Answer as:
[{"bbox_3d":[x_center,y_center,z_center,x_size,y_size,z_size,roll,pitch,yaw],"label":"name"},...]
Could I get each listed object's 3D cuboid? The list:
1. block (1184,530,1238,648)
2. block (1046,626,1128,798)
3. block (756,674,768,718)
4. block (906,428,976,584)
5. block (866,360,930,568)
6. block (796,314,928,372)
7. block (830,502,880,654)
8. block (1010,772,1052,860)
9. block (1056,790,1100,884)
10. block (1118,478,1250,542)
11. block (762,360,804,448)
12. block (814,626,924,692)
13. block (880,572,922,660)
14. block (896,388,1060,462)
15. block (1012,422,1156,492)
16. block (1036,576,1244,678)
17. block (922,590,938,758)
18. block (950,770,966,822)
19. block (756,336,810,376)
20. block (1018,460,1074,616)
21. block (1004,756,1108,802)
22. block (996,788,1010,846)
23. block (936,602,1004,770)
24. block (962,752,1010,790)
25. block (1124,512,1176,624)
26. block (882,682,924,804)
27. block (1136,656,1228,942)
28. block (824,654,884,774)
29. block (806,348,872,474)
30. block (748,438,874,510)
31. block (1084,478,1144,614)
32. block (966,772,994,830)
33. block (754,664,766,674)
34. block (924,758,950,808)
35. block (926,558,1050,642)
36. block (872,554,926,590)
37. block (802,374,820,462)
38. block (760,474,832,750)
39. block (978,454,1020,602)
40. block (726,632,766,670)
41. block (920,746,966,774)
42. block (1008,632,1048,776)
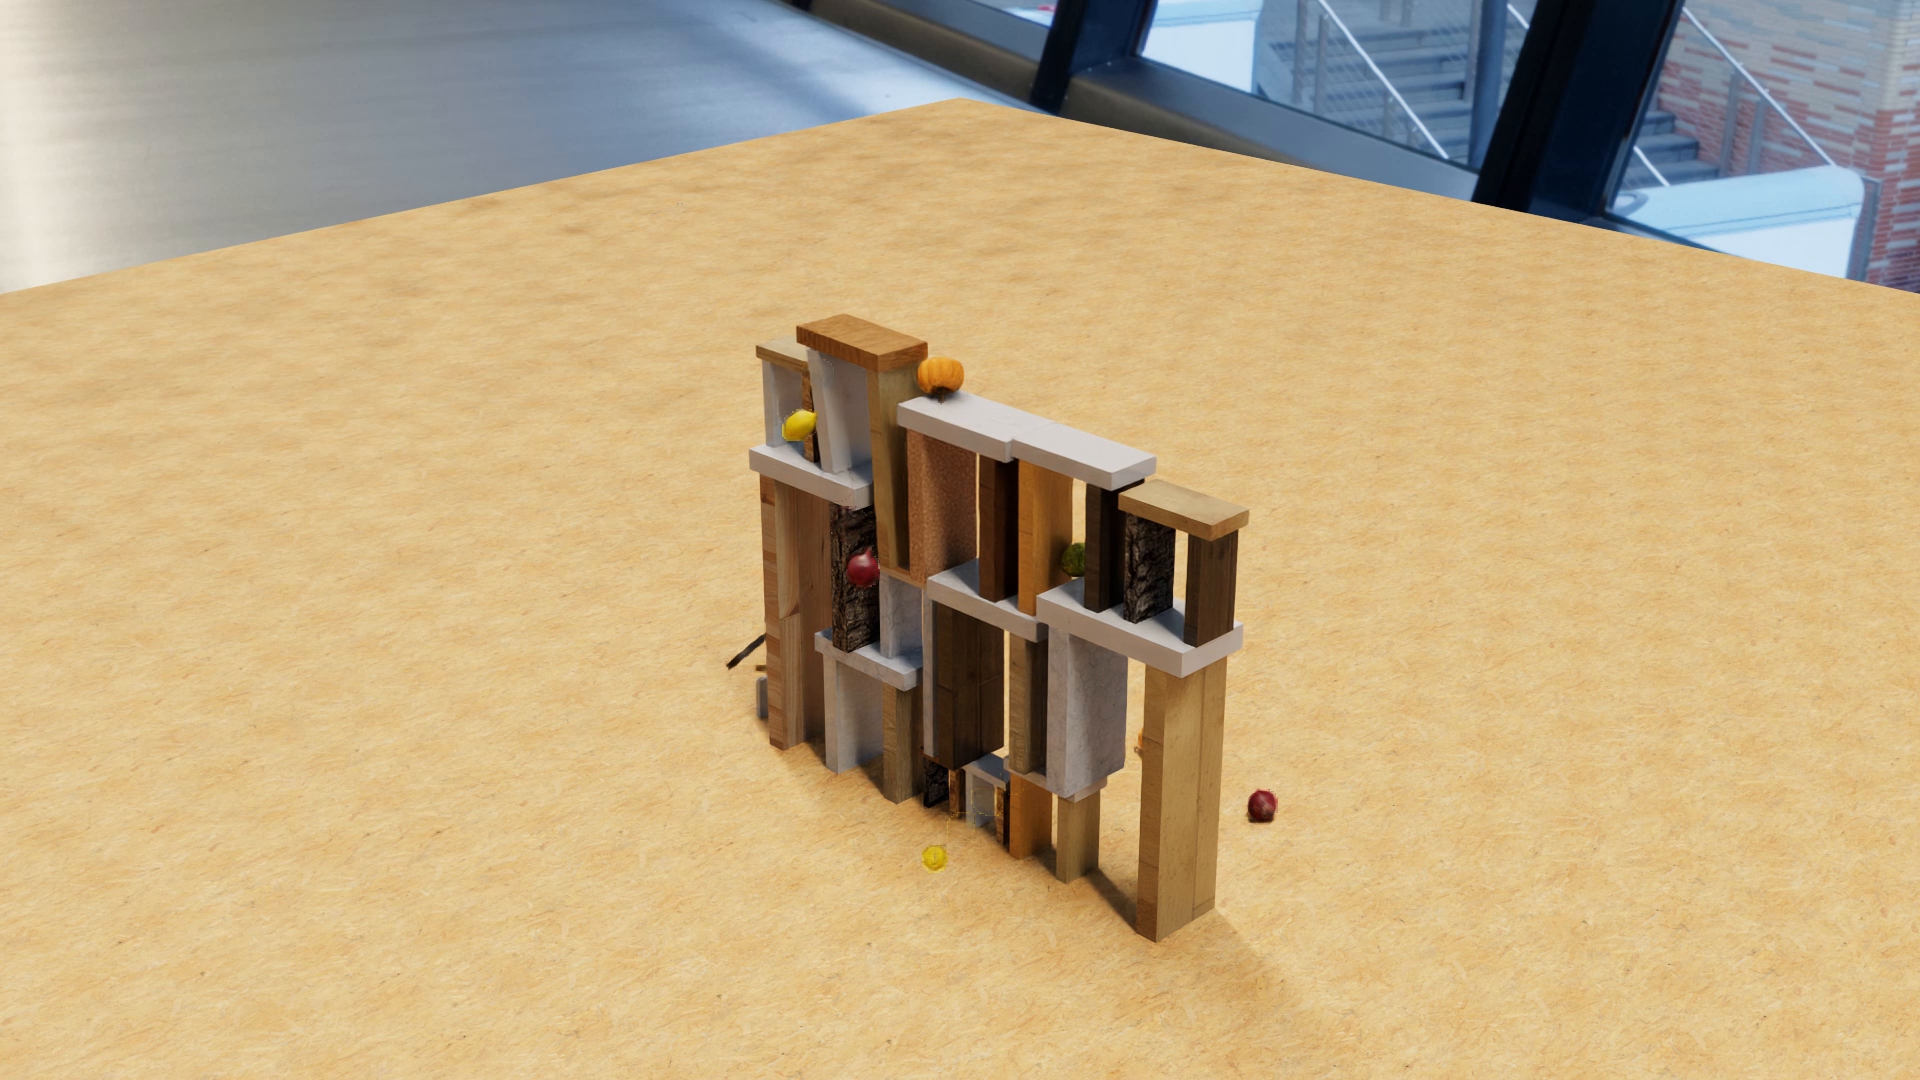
[{"bbox_3d":[0.433,0.073,3.789,0.029,0.205,0.103,21,31,40],"label":"block"},{"bbox_3d":[0.238,0.294,4.091,0.048,0.340,0.170,21,31,40],"label":"block"},{"bbox_3d":[-0.427,0.342,4.838,0.013,0.091,0.045,21,30,40],"label":"block"},{"bbox_3d":[-0.033,-0.081,4.233,0.143,0.309,0.041,-21,30,-41],"label":"block"},{"bbox_3d":[-0.111,-0.150,4.278,0.123,0.400,0.035,-18,25,-37],"label":"block"},{"bbox_3d":[-0.192,-0.383,4.268,0.123,0.035,0.247,-20,30,-38],"label":"block"},{"bbox_3d":[-0.186,0.054,4.444,0.045,0.319,0.160,21,31,41],"label":"block"},{"bbox_3d":[0.139,0.523,4.290,0.093,0.185,0.026,-21,31,-40],"label":"block"},{"bbox_3d":[0.227,0.557,4.210,0.093,0.185,0.026,-21,31,-41],"label":"block"},{"bbox_3d":[0.384,-0.053,3.787,0.205,0.029,0.103,21,31,40],"label":"block"},{"bbox_3d":[-0.357,-0.289,4.492,0.091,0.183,0.026,-21,30,-41],"label":"block"},{"bbox_3d":[-0.158,0.228,4.490,0.267,0.038,0.134,21,31,41],"label":"block"},{"bbox_3d":[-0.118,0.138,4.416,0.026,0.185,0.093,21,31,41],"label":"block"},{"bbox_3d":[0.032,-0.217,4.104,0.143,0.041,0.286,-21,31,-41],"label":"block"},{"bbox_3d":[0.220,-0.150,3.920,0.239,0.034,0.120,21,31,40],"label":"block"},{"bbox_3d":[0.319,0.146,3.942,0.340,0.048,0.170,21,31,40],"label":"block"},{"bbox_3d":[-0.031,0.253,4.370,0.093,0.361,0.026,-21,31,-41],"label":"block"},{"bbox_3d":[0.005,0.505,4.426,0.016,0.113,0.057,21,31,41],"label":"block"},{"bbox_3d":[-0.316,-0.369,4.413,0.183,0.026,0.091,21,31,41],"label":"block"},{"bbox_3d":[0.158,-0.020,4.042,0.034,0.300,0.120,17,28,36],"label":"block"},{"bbox_3d":[0.183,0.443,4.209,0.093,0.026,0.185,-21,31,-40],"label":"block"},{"bbox_3d":[0.102,0.532,4.341,0.018,0.129,0.064,21,31,41],"label":"block"},{"bbox_3d":[0.022,0.266,4.308,0.144,0.352,0.041,-21,30,-41],"label":"block"},{"bbox_3d":[0.069,0.453,4.338,0.064,0.018,0.129,-20,30,-39],"label":"block"},{"bbox_3d":[0.335,0.036,3.877,0.029,0.205,0.103,21,31,40],"label":"block"},{"bbox_3d":[-0.095,0.393,4.491,0.038,0.267,0.134,21,31,41],"label":"block"},{"bbox_3d":[0.401,0.453,3.986,0.170,0.552,0.048,-21,31,-41],"label":"block"},{"bbox_3d":[-0.221,0.344,4.607,0.038,0.267,0.134,21,31,41],"label":"block"},{"bbox_3d":[-0.231,-0.269,4.360,0.123,0.247,0.035,-21,22,-41],"label":"block"},{"bbox_3d":[-0.262,-0.144,4.442,0.319,0.045,0.160,21,31,41],"label":"block"},{"bbox_3d":[0.275,-0.001,3.920,0.034,0.239,0.120,20,30,40],"label":"block"},{"bbox_3d":[0.041,0.509,4.397,0.064,0.129,0.018,-21,31,-41],"label":"block"},{"bbox_3d":[-0.409,0.286,4.889,0.091,0.013,0.045,-1,-10,-10],"label":"block"},{"bbox_3d":[-0.048,0.484,4.475,0.057,0.113,0.016,-21,31,-41],"label":"block"},{"bbox_3d":[0.089,0.111,4.170,0.144,0.041,0.287,-21,31,-41],"label":"block"},{"bbox_3d":[-0.074,0.058,4.335,0.093,0.026,0.185,-21,31,-40],"label":"block"},{"bbox_3d":[-0.271,-0.255,4.413,0.091,0.183,0.026,-21,30,-41],"label":"block"},{"bbox_3d":[-0.337,0.135,4.642,0.045,0.625,0.160,21,31,41],"label":"block"},{"bbox_3d":[0.101,-0.040,4.106,0.143,0.286,0.041,-21,30,-40],"label":"block"},{"bbox_3d":[-0.463,0.242,4.796,0.053,0.015,0.105,-38,2,44],"label":"block"},{"bbox_3d":[-0.022,0.435,4.425,0.057,0.016,0.113,-21,31,-40],"label":"block"},{"bbox_3d":[0.157,0.289,4.171,0.144,0.287,0.041,-21,30,-40],"label":"block"}]
